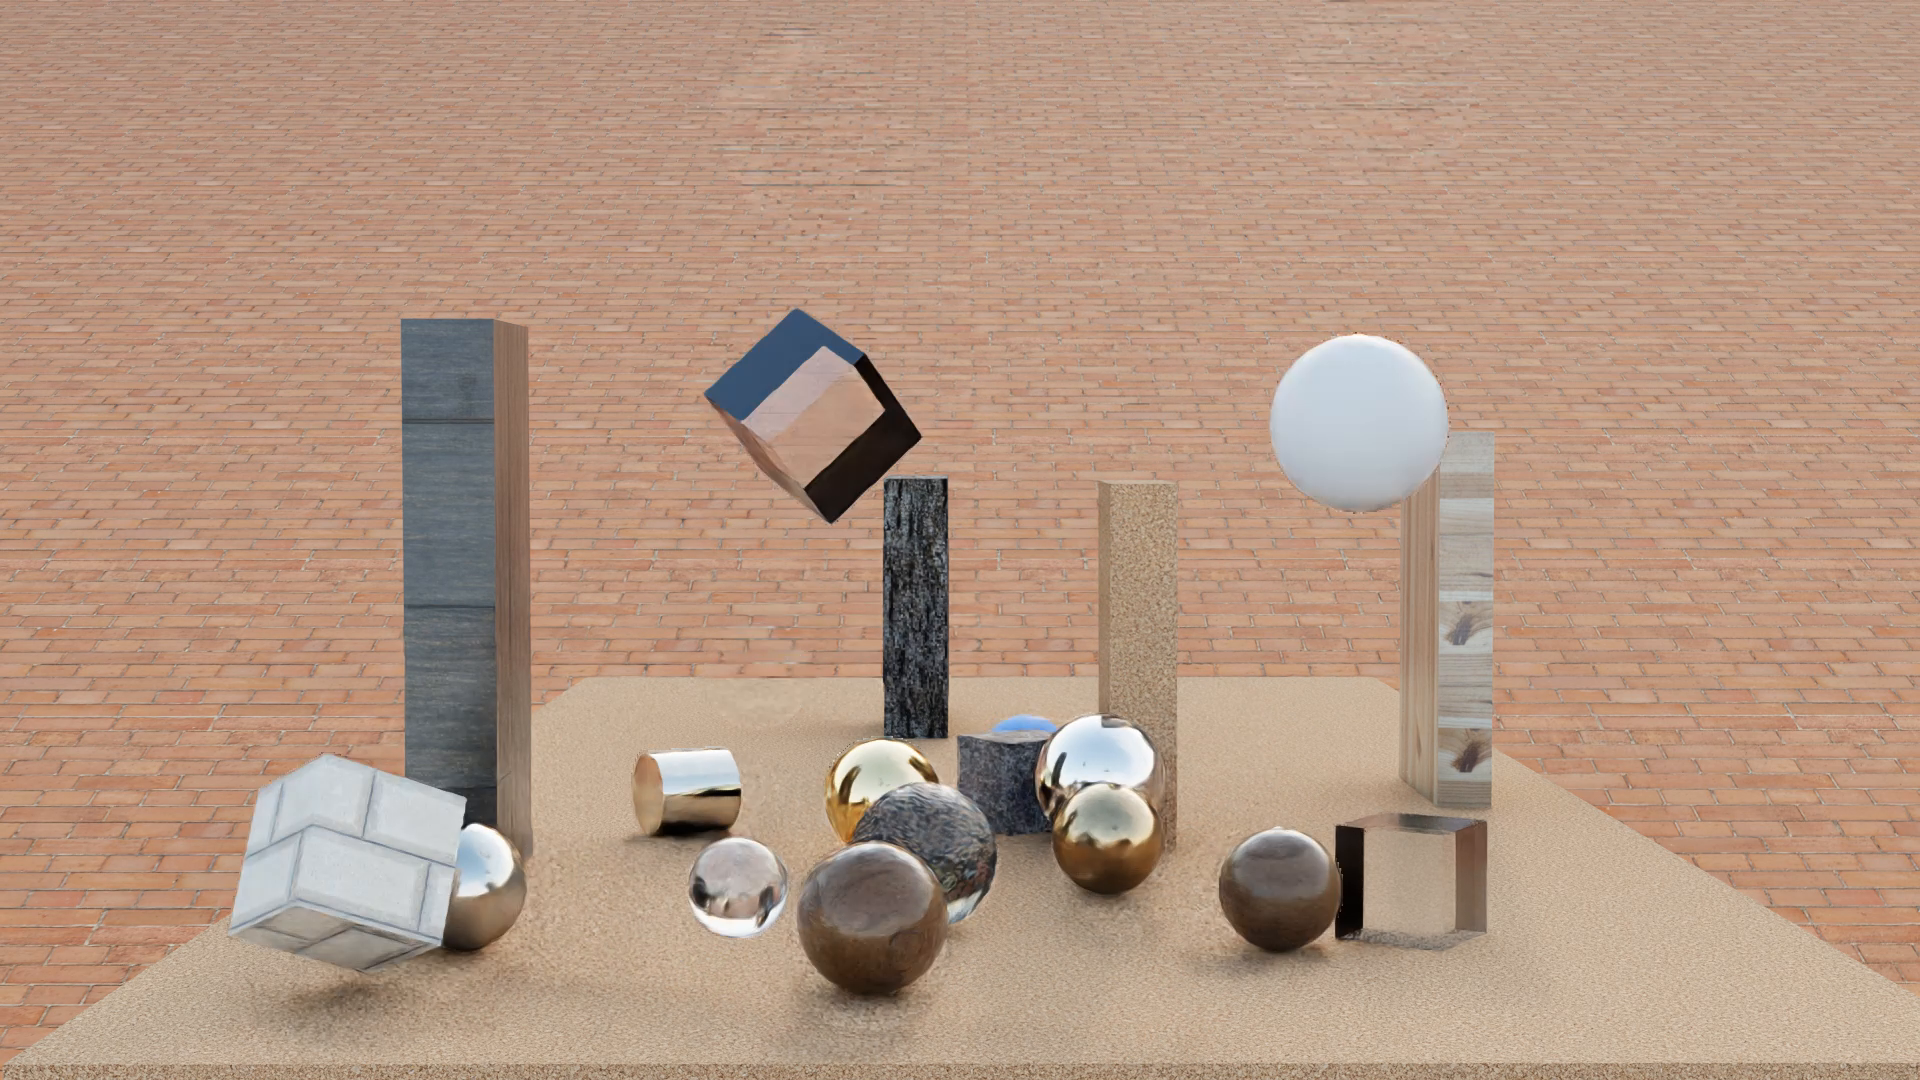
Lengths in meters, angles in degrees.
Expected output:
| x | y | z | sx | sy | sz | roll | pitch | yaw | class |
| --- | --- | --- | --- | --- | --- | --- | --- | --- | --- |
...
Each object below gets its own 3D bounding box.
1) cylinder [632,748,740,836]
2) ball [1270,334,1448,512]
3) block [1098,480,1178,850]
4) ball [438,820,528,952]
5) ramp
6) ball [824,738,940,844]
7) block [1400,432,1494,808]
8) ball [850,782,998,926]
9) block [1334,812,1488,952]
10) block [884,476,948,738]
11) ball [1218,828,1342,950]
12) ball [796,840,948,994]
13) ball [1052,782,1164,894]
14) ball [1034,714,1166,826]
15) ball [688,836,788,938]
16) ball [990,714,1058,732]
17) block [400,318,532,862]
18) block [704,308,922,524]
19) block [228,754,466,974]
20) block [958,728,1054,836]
| x | y | z | sx | sy | sz | roll | pitch | yaw | class |
| --- | --- | --- | --- | --- | --- | --- | --- | --- | --- |
| -0.424 | 0.390 | 3.995 | 0.127 | 0.127 | 0.127 | -1 | 21 | -29 | cylinder |
| 0.392 | -0.115 | 2.530 | 0.174 | 0.174 | 0.174 | 0 | 23 | 0 | ball |
| 0.272 | 0.183 | 3.972 | 0.100 | 0.545 | 0.306 | 0 | 2 | 0 | block |
| -0.599 | 0.415 | 3.093 | 0.156 | 0.156 | 0.156 | 0 | 23 | 0 | ball |
| 0.053 | 0.482 | 4.539 | 2.000 | 0.100 | 4.000 | 0 | 2 | 0 | ramp |
| -0.114 | 0.378 | 3.788 | 0.173 | 0.173 | 0.173 | 0 | 23 | 0 | ball |
| 0.836 | 0.124 | 4.440 | 0.089 | 0.623 | 0.372 | 0 | 2 | 0 | block |
| -0.046 | 0.396 | 3.220 | 0.185 | 0.185 | 0.185 | 0 | 23 | 0 | ball |
| 0.557 | 0.419 | 3.178 | 0.140 | 0.140 | 0.140 | 2 | 3 | 33 | block |
| -0.090 | 0.131 | 5.438 | 0.130 | 0.528 | 0.435 | 0 | 2 | 0 | block |
| 0.384 | 0.419 | 3.093 | 0.147 | 0.147 | 0.147 | 0 | 23 | 0 | ball |
| -0.097 | 0.419 | 2.856 | 0.169 | 0.169 | 0.169 | 0 | 23 | 0 | ball |
| 0.199 | 0.402 | 3.473 | 0.150 | 0.150 | 0.150 | 0 | 23 | 0 | ball |
| 0.203 | 0.348 | 3.733 | 0.190 | 0.190 | 0.190 | 0 | 23 | 0 | ball |
| -0.248 | 0.388 | 2.873 | 0.113 | 0.113 | 0.113 | 0 | 23 | 0 | ball |
| 0.110 | 0.367 | 4.259 | 0.155 | 0.155 | 0.155 | 0 | 23 | 0 | ball |
| -0.692 | 0.083 | 3.633 | 0.125 | 0.775 | 0.285 | 0 | 2 | 0 | block |
| -0.172 | -0.146 | 3.010 | 0.151 | 0.151 | 0.151 | -44 | 43 | -9 | block |
| -0.680 | 0.363 | 2.861 | 0.172 | 0.172 | 0.172 | 23 | -31 | -32 | block |
| 0.095 | 0.381 | 4.067 | 0.143 | 0.143 | 0.143 | -2 | 3 | -33 | block |
